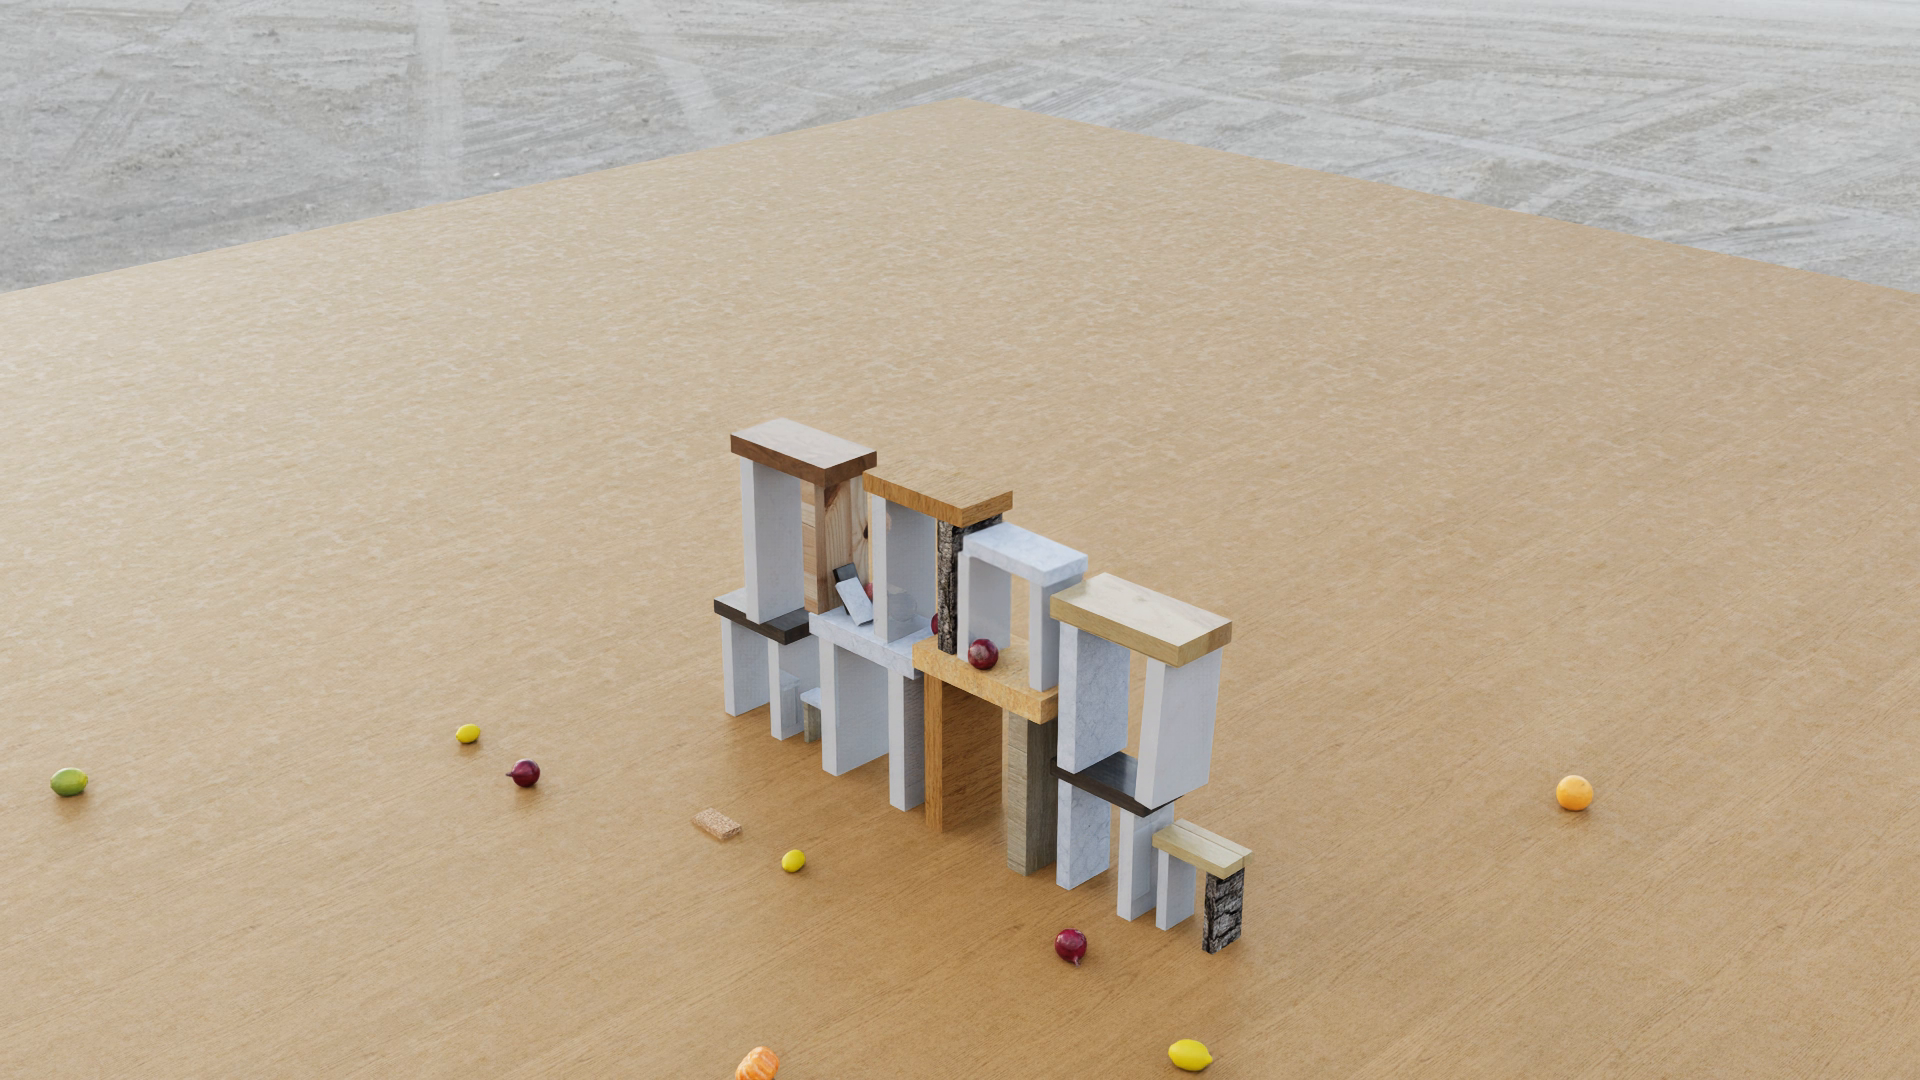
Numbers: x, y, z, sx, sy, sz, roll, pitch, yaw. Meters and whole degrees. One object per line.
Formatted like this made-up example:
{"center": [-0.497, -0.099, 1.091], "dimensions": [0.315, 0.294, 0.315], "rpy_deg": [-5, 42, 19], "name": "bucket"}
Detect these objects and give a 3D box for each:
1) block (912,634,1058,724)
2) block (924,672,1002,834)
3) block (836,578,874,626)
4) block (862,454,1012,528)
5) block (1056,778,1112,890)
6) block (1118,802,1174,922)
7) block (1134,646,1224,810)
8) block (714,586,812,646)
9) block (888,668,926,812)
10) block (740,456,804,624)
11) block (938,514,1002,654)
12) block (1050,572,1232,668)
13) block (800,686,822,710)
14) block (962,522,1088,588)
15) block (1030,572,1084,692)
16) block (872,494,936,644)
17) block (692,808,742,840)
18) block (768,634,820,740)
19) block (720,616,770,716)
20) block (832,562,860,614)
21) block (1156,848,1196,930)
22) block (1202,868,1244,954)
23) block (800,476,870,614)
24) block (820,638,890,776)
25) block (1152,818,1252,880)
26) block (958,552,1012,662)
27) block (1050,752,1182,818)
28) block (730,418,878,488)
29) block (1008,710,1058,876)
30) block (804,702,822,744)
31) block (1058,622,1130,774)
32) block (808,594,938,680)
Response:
{"center": [0.089, 0.249, 4.235], "dimensions": [0.342, 0.048, 0.171], "rpy_deg": [21, 31, 41], "name": "block"}
{"center": [0.008, 0.398, 4.386], "dimensions": [0.048, 0.342, 0.171], "rpy_deg": [21, 31, 41], "name": "block"}
{"center": [-0.210, 0.125, 4.468], "dimensions": [0.049, 0.014, 0.097], "rpy_deg": [-18, 70, -36], "name": "block"}
{"center": [-0.044, -0.096, 4.238], "dimensions": [0.137, 0.039, 0.274], "rpy_deg": [-21, 31, -41], "name": "block"}
{"center": [0.237, 0.541, 4.191], "dimensions": [0.033, 0.230, 0.115], "rpy_deg": [21, 31, 41], "name": "block"}
{"center": [0.346, 0.583, 4.091], "dimensions": [0.033, 0.230, 0.115], "rpy_deg": [21, 31, 41], "name": "block"}
{"center": [0.393, 0.324, 3.944], "dimensions": [0.149, 0.299, 0.042], "rpy_deg": [-19, 33, -37], "name": "block"}
{"center": [-0.411, 0.159, 4.743], "dimensions": [0.235, 0.033, 0.117], "rpy_deg": [21, 31, 41], "name": "block"}
{"center": [-0.073, 0.382, 4.465], "dimensions": [0.044, 0.309, 0.154], "rpy_deg": [21, 31, 41], "name": "block"}
{"center": [-0.389, -0.018, 4.641], "dimensions": [0.041, 0.371, 0.144], "rpy_deg": [21, 31, 40], "name": "block"}
{"center": [0.020, 0.072, 4.241], "dimensions": [0.137, 0.274, 0.039], "rpy_deg": [-21, 31, -40], "name": "block"}
{"center": [0.322, 0.141, 3.935], "dimensions": [0.299, 0.042, 0.149], "rpy_deg": [21, 31, 40], "name": "block"}
{"center": [-0.290, 0.342, 4.690], "dimensions": [0.096, 0.014, 0.048], "rpy_deg": [21, 31, 41], "name": "block"}
{"center": [0.121, 0.025, 4.093], "dimensions": [0.111, 0.031, 0.221], "rpy_deg": [-19, 30, -38], "name": "block"}
{"center": [0.179, 0.162, 4.095], "dimensions": [0.111, 0.221, 0.031], "rpy_deg": [-21, 30, -40], "name": "block"}
{"center": [-0.111, 0.039, 4.367], "dimensions": [0.039, 0.312, 0.137], "rpy_deg": [21, 31, 40], "name": "block"}
{"center": [-0.487, 0.568, 4.404], "dimensions": [0.049, 0.014, 0.097], "rpy_deg": [-20, 30, -39], "name": "block"}
{"center": [-0.355, 0.304, 4.744], "dimensions": [0.033, 0.235, 0.117], "rpy_deg": [21, 31, 41], "name": "block"}
{"center": [-0.466, 0.260, 4.846], "dimensions": [0.033, 0.235, 0.117], "rpy_deg": [21, 31, 41], "name": "block"}
{"center": [-0.224, 0.100, 4.504], "dimensions": [0.049, 0.097, 0.014], "rpy_deg": [-21, 5, -41], "name": "block"}
{"center": [0.400, 0.631, 4.062], "dimensions": [0.023, 0.166, 0.083], "rpy_deg": [21, 31, 41], "name": "block"}
{"center": [0.479, 0.661, 3.990], "dimensions": [0.023, 0.166, 0.083], "rpy_deg": [21, 31, 41], "name": "block"}
{"center": [-0.254, -0.004, 4.500], "dimensions": [0.041, 0.287, 0.144], "rpy_deg": [21, 31, 41], "name": "block"}
{"center": [-0.219, 0.325, 4.599], "dimensions": [0.044, 0.309, 0.154], "rpy_deg": [21, 31, 41], "name": "block"}
{"center": [0.439, 0.559, 3.988], "dimensions": [0.166, 0.023, 0.083], "rpy_deg": [21, 31, 40], "name": "block"}
{"center": [0.047, 0.115, 4.207], "dimensions": [0.111, 0.221, 0.031], "rpy_deg": [-19, 30, -38], "name": "block"}
{"center": [0.291, 0.441, 4.090], "dimensions": [0.230, 0.033, 0.115], "rpy_deg": [21, 31, 41], "name": "block"}
{"center": [-0.321, -0.181, 4.498], "dimensions": [0.287, 0.041, 0.144], "rpy_deg": [21, 31, 40], "name": "block"}
{"center": [0.169, 0.461, 4.237], "dimensions": [0.048, 0.342, 0.171], "rpy_deg": [21, 31, 41], "name": "block"}
{"center": [-0.313, 0.384, 4.732], "dimensions": [0.014, 0.096, 0.048], "rpy_deg": [21, 31, 41], "name": "block"}
{"center": [0.249, 0.269, 4.071], "dimensions": [0.042, 0.299, 0.149], "rpy_deg": [21, 31, 40], "name": "block"}
{"center": [-0.146, 0.191, 4.464], "dimensions": [0.309, 0.044, 0.154], "rpy_deg": [21, 31, 41], "name": "block"}
